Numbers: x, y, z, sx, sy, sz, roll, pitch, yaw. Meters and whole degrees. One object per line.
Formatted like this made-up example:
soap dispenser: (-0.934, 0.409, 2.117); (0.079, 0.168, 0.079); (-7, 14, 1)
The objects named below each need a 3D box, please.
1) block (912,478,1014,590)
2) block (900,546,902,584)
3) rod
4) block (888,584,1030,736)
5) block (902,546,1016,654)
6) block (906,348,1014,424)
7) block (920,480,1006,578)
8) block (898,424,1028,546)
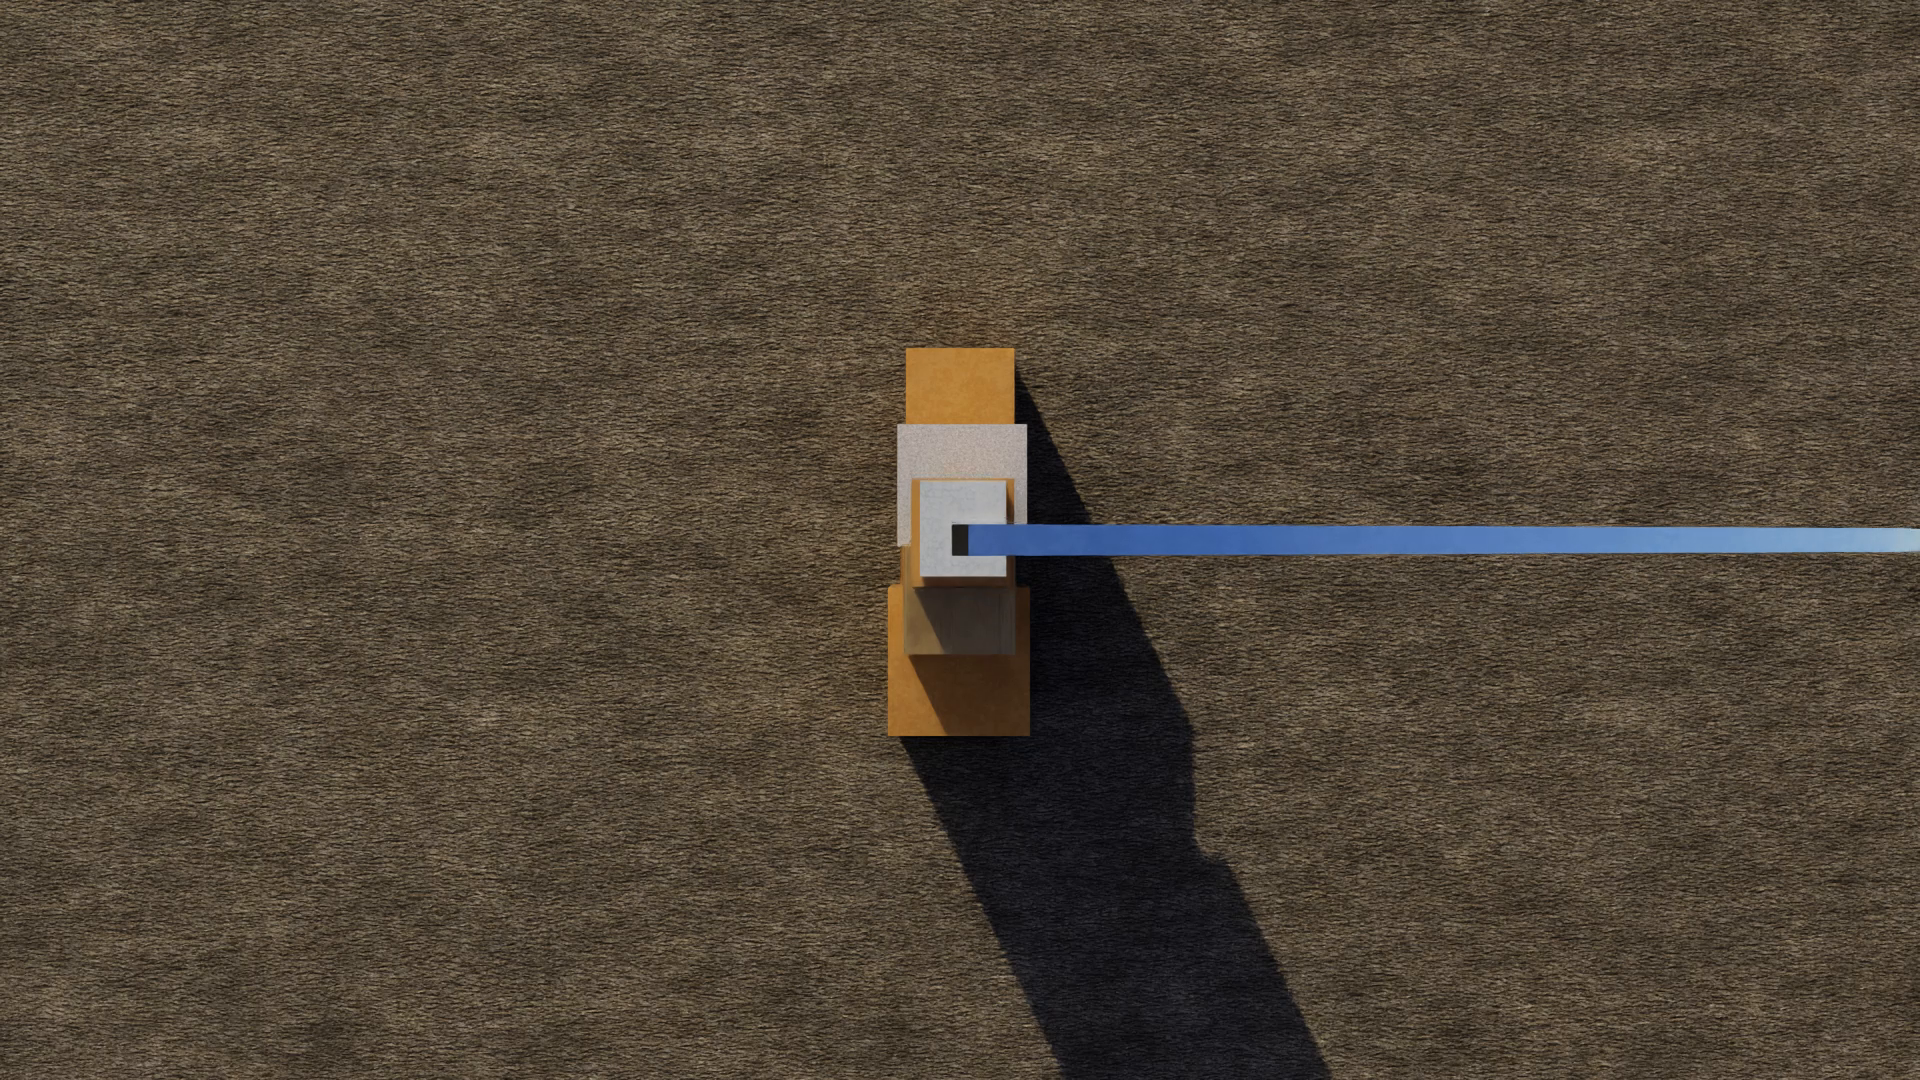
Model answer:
block: (0.014, -0.025, 11.344); (0.519, 0.563, 0.546); (0, 88, 0)
block: (-0.017, -0.115, 12.686); (0.632, 0.628, 0.733); (0, 90, 0)
rod: (2.212, 0.000, 6.941); (5.200, 0.080, 0.080); (0, 90, -32)
block: (-0.005, 0.673, 12.585); (0.785, 0.831, 0.823); (0, 90, 0)
block: (-0.005, 0.324, 11.892); (0.594, 0.551, 0.570); (0, 89, 0)
block: (0.001, -0.788, 12.718); (0.612, 0.564, 0.593); (0, 90, 0)
block: (0.015, -0.046, 10.848); (0.417, 0.430, 0.466); (0, 88, 0)
block: (0.012, -0.290, 12.036); (0.690, 0.671, 0.650); (0, 90, 0)
